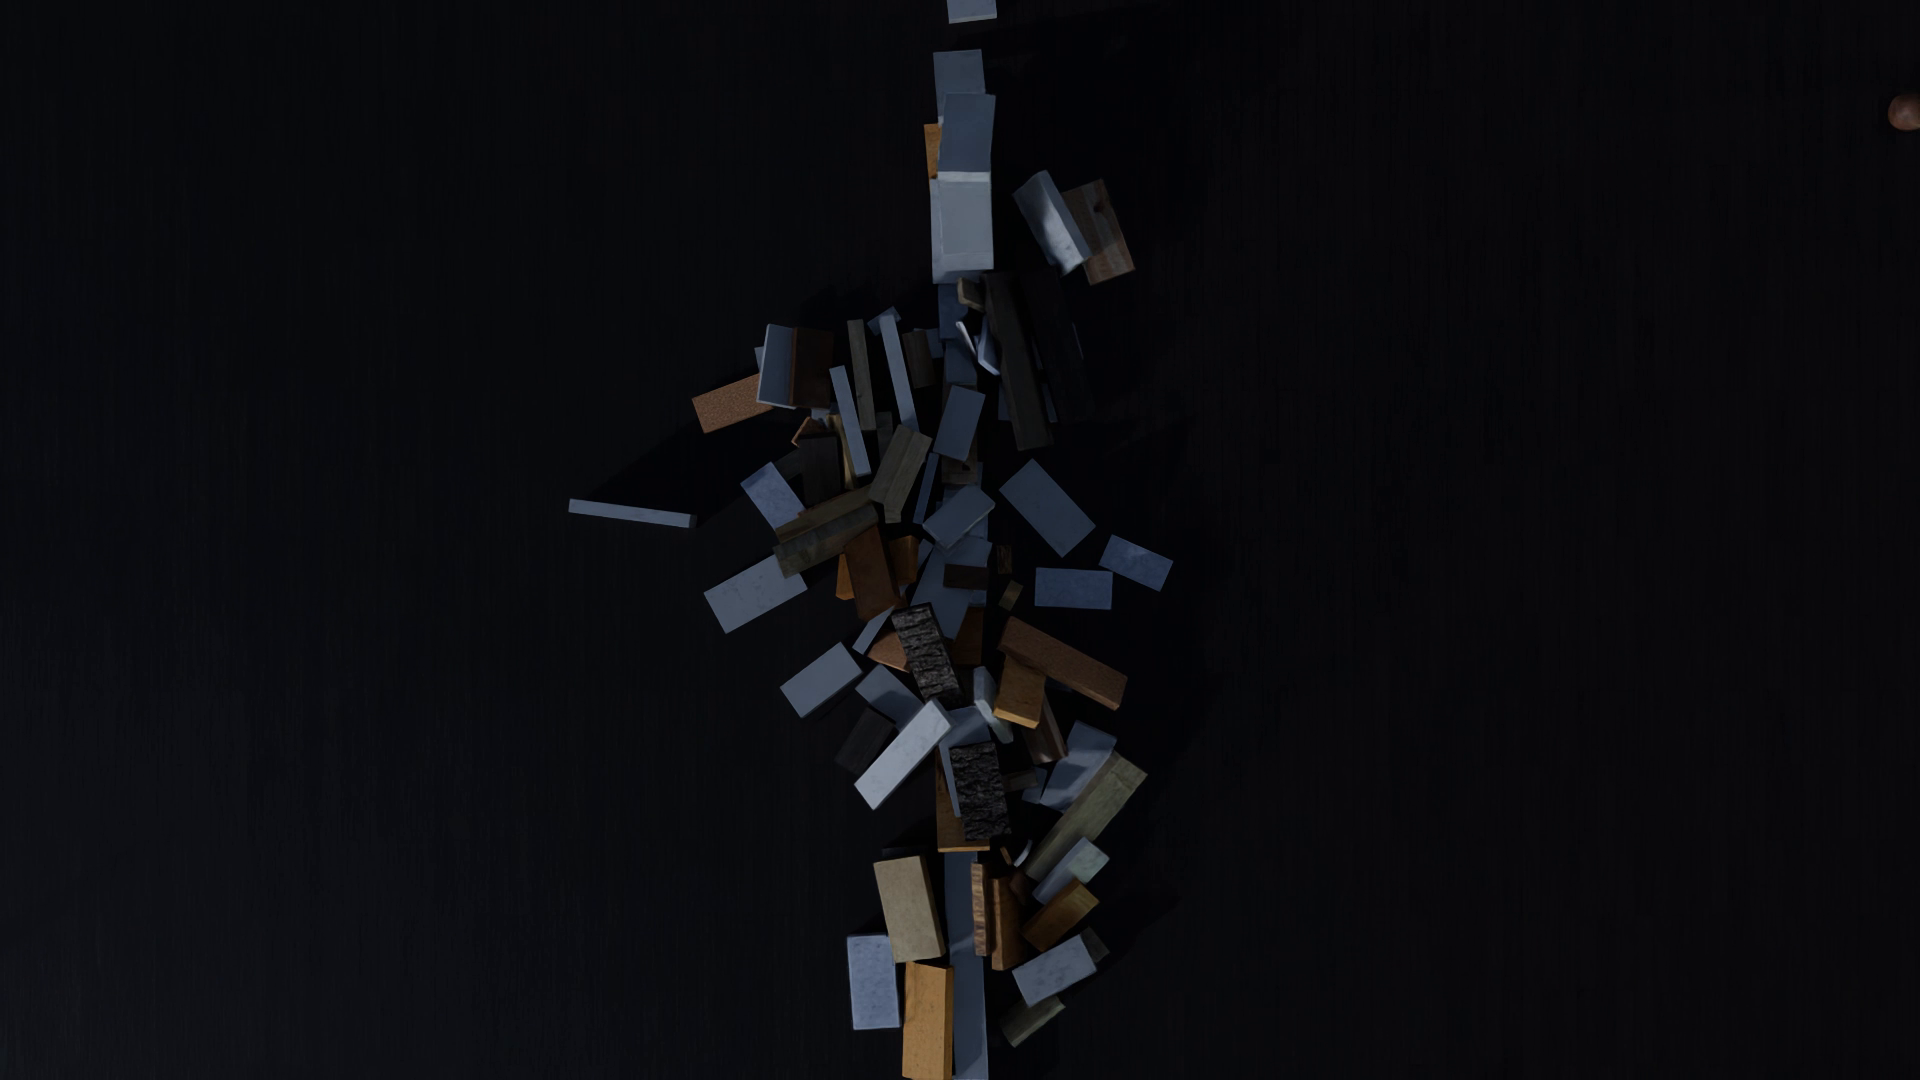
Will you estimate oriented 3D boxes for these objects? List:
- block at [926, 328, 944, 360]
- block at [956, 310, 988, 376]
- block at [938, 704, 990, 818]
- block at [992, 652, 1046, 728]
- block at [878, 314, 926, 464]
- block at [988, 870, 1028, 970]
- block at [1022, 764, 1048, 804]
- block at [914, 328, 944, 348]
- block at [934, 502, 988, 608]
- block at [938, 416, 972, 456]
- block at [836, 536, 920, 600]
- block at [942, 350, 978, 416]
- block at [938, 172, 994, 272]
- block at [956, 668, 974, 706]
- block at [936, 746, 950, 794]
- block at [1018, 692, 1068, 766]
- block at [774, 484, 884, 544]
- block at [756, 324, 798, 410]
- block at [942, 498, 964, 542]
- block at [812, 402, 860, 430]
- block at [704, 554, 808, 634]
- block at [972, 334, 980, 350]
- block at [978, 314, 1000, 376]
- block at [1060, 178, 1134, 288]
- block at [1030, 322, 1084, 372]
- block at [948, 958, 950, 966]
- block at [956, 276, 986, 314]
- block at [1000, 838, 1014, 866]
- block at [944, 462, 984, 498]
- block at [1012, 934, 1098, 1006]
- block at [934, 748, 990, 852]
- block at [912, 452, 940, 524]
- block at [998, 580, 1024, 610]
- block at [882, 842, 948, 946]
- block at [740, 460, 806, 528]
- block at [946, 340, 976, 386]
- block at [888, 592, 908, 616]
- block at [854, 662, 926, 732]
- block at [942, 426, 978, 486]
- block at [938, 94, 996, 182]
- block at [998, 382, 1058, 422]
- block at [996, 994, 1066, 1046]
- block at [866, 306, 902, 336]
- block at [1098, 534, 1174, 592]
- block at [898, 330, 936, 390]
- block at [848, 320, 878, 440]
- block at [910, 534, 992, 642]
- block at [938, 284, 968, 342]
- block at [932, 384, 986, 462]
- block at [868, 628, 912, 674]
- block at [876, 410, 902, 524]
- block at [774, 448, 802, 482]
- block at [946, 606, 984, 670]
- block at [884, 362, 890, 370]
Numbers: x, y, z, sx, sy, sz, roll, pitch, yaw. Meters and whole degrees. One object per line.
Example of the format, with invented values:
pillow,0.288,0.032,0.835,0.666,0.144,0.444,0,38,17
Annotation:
block,-0.085,-0.652,5.476,0.049,0.014,0.098,-9,100,3
block,0.054,-0.647,5.426,0.028,0.098,0.195,-13,110,33
block,0.029,0.708,5.321,0.169,0.048,0.338,-13,88,-1
block,0.199,0.461,5.342,0.146,0.041,0.292,20,48,-9
block,-0.188,-0.486,5.398,0.051,0.180,0.485,-13,93,-1
block,0.157,1.248,5.426,0.042,0.149,0.299,-3,90,34
block,0.249,0.815,5.492,0.059,0.017,0.118,16,90,0
block,-0.105,-0.673,5.493,0.105,0.015,0.053,7,90,0
block,0.002,0.046,5.424,0.173,0.049,0.347,1,72,0
block,-0.008,-0.389,5.442,0.114,0.032,0.228,10,72,3
block,-0.270,0.091,5.371,0.299,0.042,0.149,-15,59,33
block,0.001,-0.514,5.449,0.114,0.032,0.228,2,72,1
block,0.019,-1.045,5.335,0.169,0.048,0.338,-2,105,-2
block,-0.007,0.501,5.380,0.121,0.034,0.241,-4,82,-1
block,0.006,0.659,5.421,0.169,0.048,0.338,-3,70,0
block,0.255,0.605,5.441,0.130,0.037,0.261,-21,90,44
block,-0.424,-0.059,5.387,0.353,0.176,0.050,-26,71,-7
block,-0.588,-0.572,5.441,0.130,0.037,0.260,10,80,-19
block,-0.023,-0.067,5.376,0.072,0.020,0.144,3,64,-2
block,-0.394,-0.407,5.486,0.199,0.028,0.099,4,90,0
block,-0.676,0.169,5.478,0.310,0.044,0.155,-29,90,0
block,0.073,-0.629,5.410,0.014,0.049,0.098,-13,100,33
block,0.106,-0.643,5.415,0.026,0.092,0.194,-20,51,38
block,0.450,-1.020,5.477,0.159,0.045,0.319,-20,90,0
block,0.274,-0.629,5.483,0.247,0.035,0.123,-15,90,0
block,0.017,1.360,5.456,0.103,0.029,0.205,5,90,0
block,0.072,-0.791,5.415,0.184,0.026,0.092,18,51,-34
block,0.155,1.027,5.434,0.018,0.130,0.065,-27,89,4
block,0.006,-0.147,5.443,0.118,0.034,0.237,6,70,1
block,0.312,1.419,5.436,0.257,0.036,0.129,-29,67,4
block,0.006,0.848,5.404,0.169,0.048,0.338,-2,64,0
block,-0.111,-0.168,5.441,0.034,0.118,0.237,14,90,0
block,0.169,0.185,5.493,0.047,0.013,0.094,28,90,0
block,-0.147,1.174,5.448,0.168,0.048,0.336,-9,90,21
block,-0.602,-0.123,5.466,0.126,0.036,0.253,-36,97,0
block,0.002,-0.607,5.448,0.098,0.028,0.195,-1,72,0
block,-0.246,0.216,5.490,0.143,0.020,0.072,-14,90,0
block,-0.219,0.531,5.472,0.242,0.034,0.121,44,90,-5
block,-0.002,-0.298,5.452,0.118,0.034,0.237,0,74,0
block,0.023,-1.271,5.203,0.160,0.045,0.319,3,62,4
block,0.255,-0.458,5.482,0.254,0.036,0.127,2,90,0
block,0.233,1.563,5.449,0.216,0.108,0.031,-38,132,0
block,-0.252,-0.728,5.493,0.105,0.015,0.053,-33,90,0
block,0.583,0.076,5.484,0.223,0.032,0.112,24,90,0
block,-0.140,-0.597,5.455,0.092,0.026,0.184,-16,97,-31
block,-0.316,-0.522,5.389,0.051,0.180,0.360,-7,83,-1
block,-0.037,0.141,5.341,0.173,0.049,0.347,20,73,6
block,-0.021,-0.756,5.461,0.098,0.028,0.195,-2,75,-1
block,-0.003,-0.380,5.379,0.114,0.032,0.228,17,86,2
block,-0.210,0.359,5.392,0.031,0.220,0.110,36,77,-34
block,-0.233,-0.235,5.410,0.051,0.180,0.360,-5,90,-1
block,-0.537,-0.262,5.489,0.150,0.021,0.075,-31,90,0
block,-0.010,0.250,5.407,0.173,0.049,0.347,3,66,1
block,-0.197,-0.598,5.493,0.105,0.015,0.053,-38,90,0
